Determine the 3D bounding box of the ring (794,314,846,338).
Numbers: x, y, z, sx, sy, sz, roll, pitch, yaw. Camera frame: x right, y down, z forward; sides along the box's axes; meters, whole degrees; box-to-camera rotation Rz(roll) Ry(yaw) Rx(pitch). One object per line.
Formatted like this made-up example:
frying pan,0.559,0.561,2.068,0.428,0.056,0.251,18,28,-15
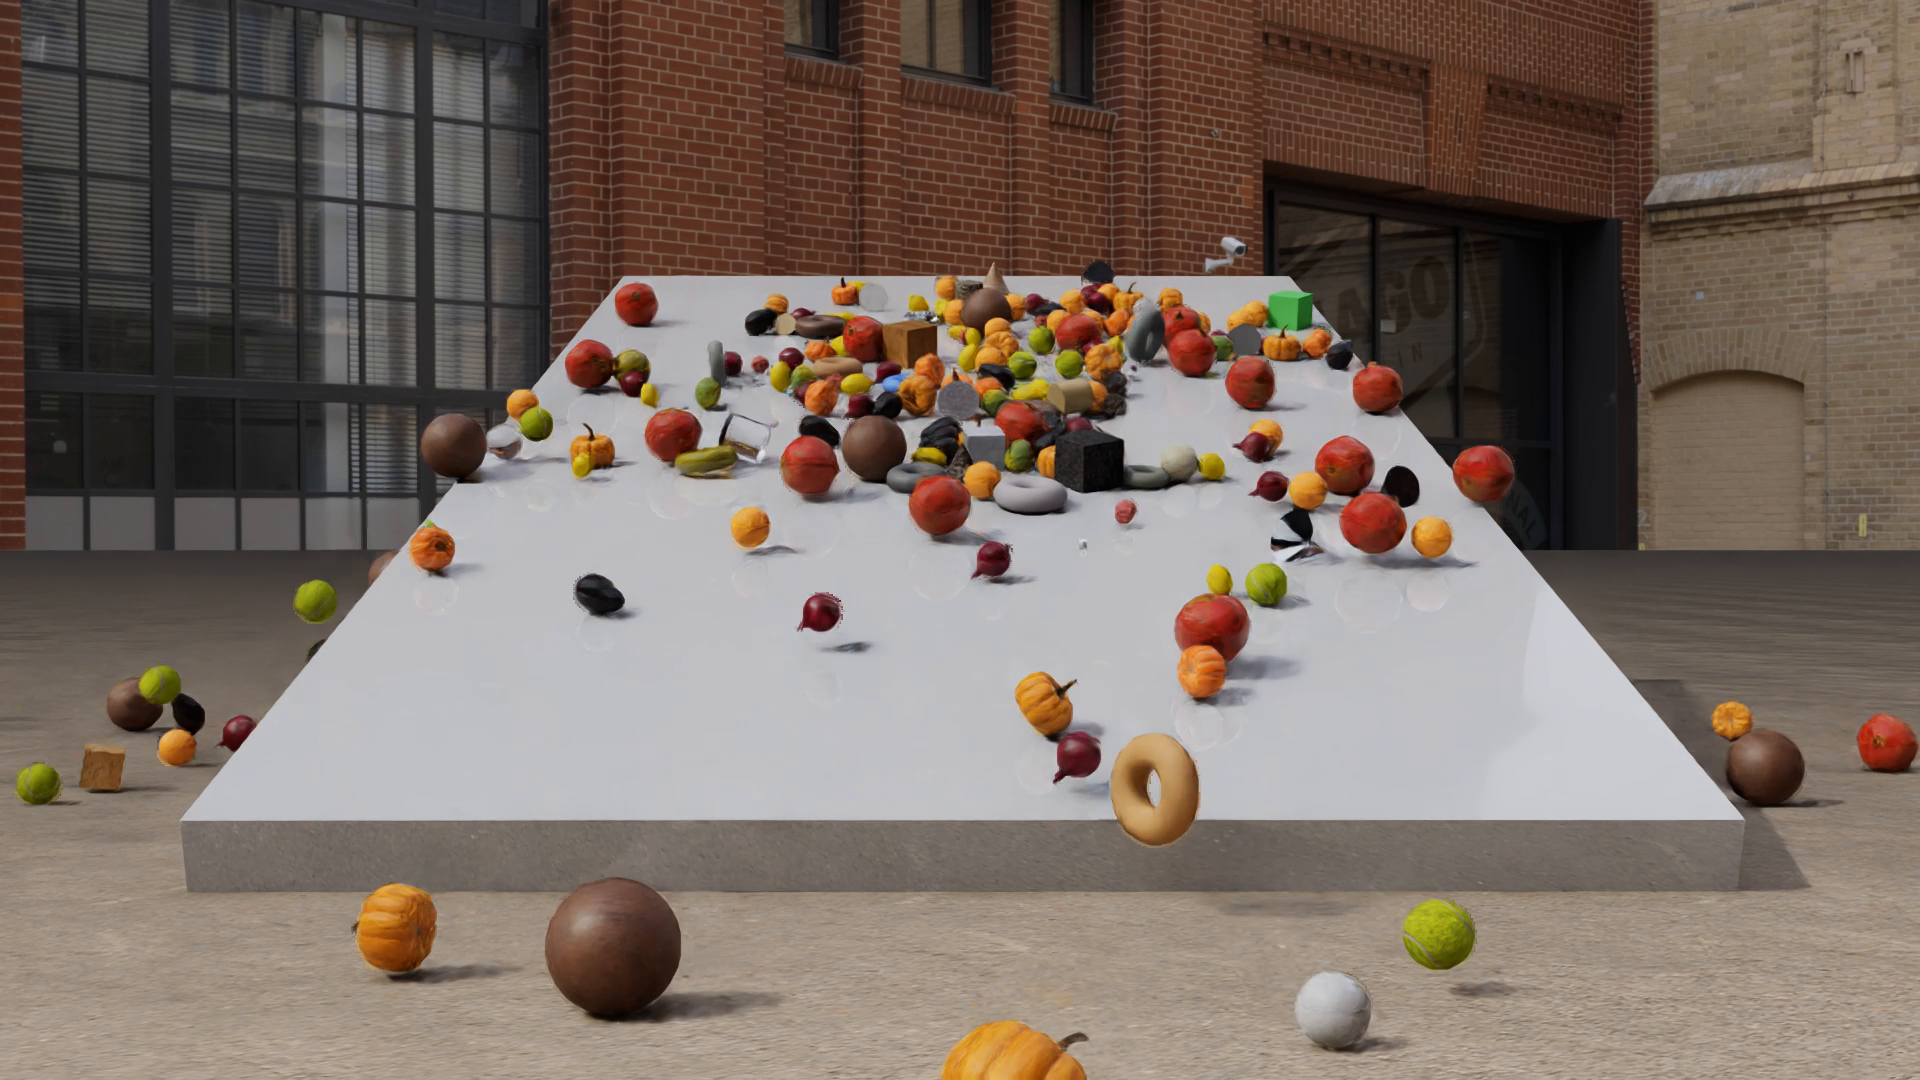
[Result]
ring,-0.364,-0.559,5.807,0.137,0.046,0.137,0,16,0

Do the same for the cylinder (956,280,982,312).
cylinder,0.024,-0.676,6.144,0.075,0.075,0.075,0,17,0

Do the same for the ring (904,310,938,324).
ring,-0.106,-0.595,5.952,0.093,0.031,0.093,-1,17,0

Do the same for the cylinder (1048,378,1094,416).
cylinder,0.244,-0.317,4.896,0.074,0.074,0.074,6,-3,-32

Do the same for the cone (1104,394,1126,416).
cone,0.339,-0.296,4.971,0.053,0.053,0.053,0,-11,-16

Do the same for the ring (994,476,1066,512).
ring,0.134,-0.087,4.233,0.141,0.047,0.141,1,16,0

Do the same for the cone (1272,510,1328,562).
cone,0.620,0.007,3.928,0.097,0.097,0.097,21,-13,-35

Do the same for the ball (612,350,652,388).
ball,-0.768,-0.399,5.191,0.091,0.091,0.091,0,0,0

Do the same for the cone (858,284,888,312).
cone,-0.246,-0.661,6.160,0.082,0.082,0.082,0,-12,-10

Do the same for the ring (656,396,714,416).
ring,-0.619,-0.294,4.984,0.128,0.043,0.128,3,-5,0

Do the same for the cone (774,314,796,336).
cone,-0.452,-0.559,5.835,0.060,0.060,0.060,0,-11,12

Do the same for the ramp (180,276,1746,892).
ramp,-0.003,-0.170,4.762,2.000,0.100,4.000,0,17,0

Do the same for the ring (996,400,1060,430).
ring,0.151,-0.276,4.863,0.141,0.047,0.141,1,17,0

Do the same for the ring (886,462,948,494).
ring,-0.084,-0.122,4.360,0.122,0.041,0.122,-1,17,0

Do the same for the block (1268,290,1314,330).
block,0.881,-0.612,5.914,0.087,0.087,0.087,12,20,34

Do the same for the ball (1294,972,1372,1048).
ball,0.332,0.418,1.974,0.067,0.067,0.067,0,0,0

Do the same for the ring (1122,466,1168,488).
ring,0.364,-0.125,4.383,0.097,0.032,0.097,4,15,-1

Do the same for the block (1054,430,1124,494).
block,0.255,-0.154,4.371,0.097,0.097,0.097,-10,20,-31

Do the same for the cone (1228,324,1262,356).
cone,0.714,-0.494,5.606,0.083,0.083,0.083,0,-10,-2

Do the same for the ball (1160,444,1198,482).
ball,0.436,-0.155,4.408,0.076,0.076,0.076,0,0,0

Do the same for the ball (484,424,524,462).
ball,-0.936,-0.199,4.549,0.078,0.078,0.078,0,0,0

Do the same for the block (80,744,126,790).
block,-1.553,0.411,4.016,0.068,0.068,0.068,9,2,-21

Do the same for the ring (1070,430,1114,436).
ring,0.269,-0.195,4.600,0.131,0.044,0.131,1,18,0

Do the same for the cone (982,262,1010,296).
cone,0.098,-0.756,6.378,0.094,0.094,0.094,0,17,0

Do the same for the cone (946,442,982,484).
cone,0.005,-0.160,4.423,0.076,0.076,0.076,0,17,0

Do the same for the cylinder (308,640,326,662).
cylinder,-1.396,0.272,4.932,0.083,0.083,0.083,0,13,-36

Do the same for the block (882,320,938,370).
block,-0.123,-0.482,5.460,0.096,0.096,0.096,-14,22,-39

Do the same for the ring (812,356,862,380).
ring,-0.294,-0.412,5.326,0.121,0.040,0.121,-1,16,0

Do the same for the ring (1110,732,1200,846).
ring,0.232,0.297,2.644,0.045,0.134,0.134,3,-2,-39

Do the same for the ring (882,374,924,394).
ring,-0.133,-0.363,5.178,0.097,0.032,0.097,-1,18,0

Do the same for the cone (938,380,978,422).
cone,-0.002,-0.299,4.949,0.092,0.092,0.092,0,-10,3

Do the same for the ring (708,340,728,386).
ring,-0.572,-0.417,5.225,0.036,0.109,0.109,-8,1,-5

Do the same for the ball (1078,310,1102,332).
ball,0.341,-0.575,5.834,0.060,0.060,0.060,0,0,0

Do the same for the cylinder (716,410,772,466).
cylinder,-0.439,-0.207,4.526,0.085,0.085,0.085,31,-3,-5

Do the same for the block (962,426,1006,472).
block,0.048,-0.184,4.501,0.077,0.077,0.077,-2,17,-8

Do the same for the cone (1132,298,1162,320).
cone,0.500,-0.606,5.981,0.078,0.078,0.078,0,-10,-1
